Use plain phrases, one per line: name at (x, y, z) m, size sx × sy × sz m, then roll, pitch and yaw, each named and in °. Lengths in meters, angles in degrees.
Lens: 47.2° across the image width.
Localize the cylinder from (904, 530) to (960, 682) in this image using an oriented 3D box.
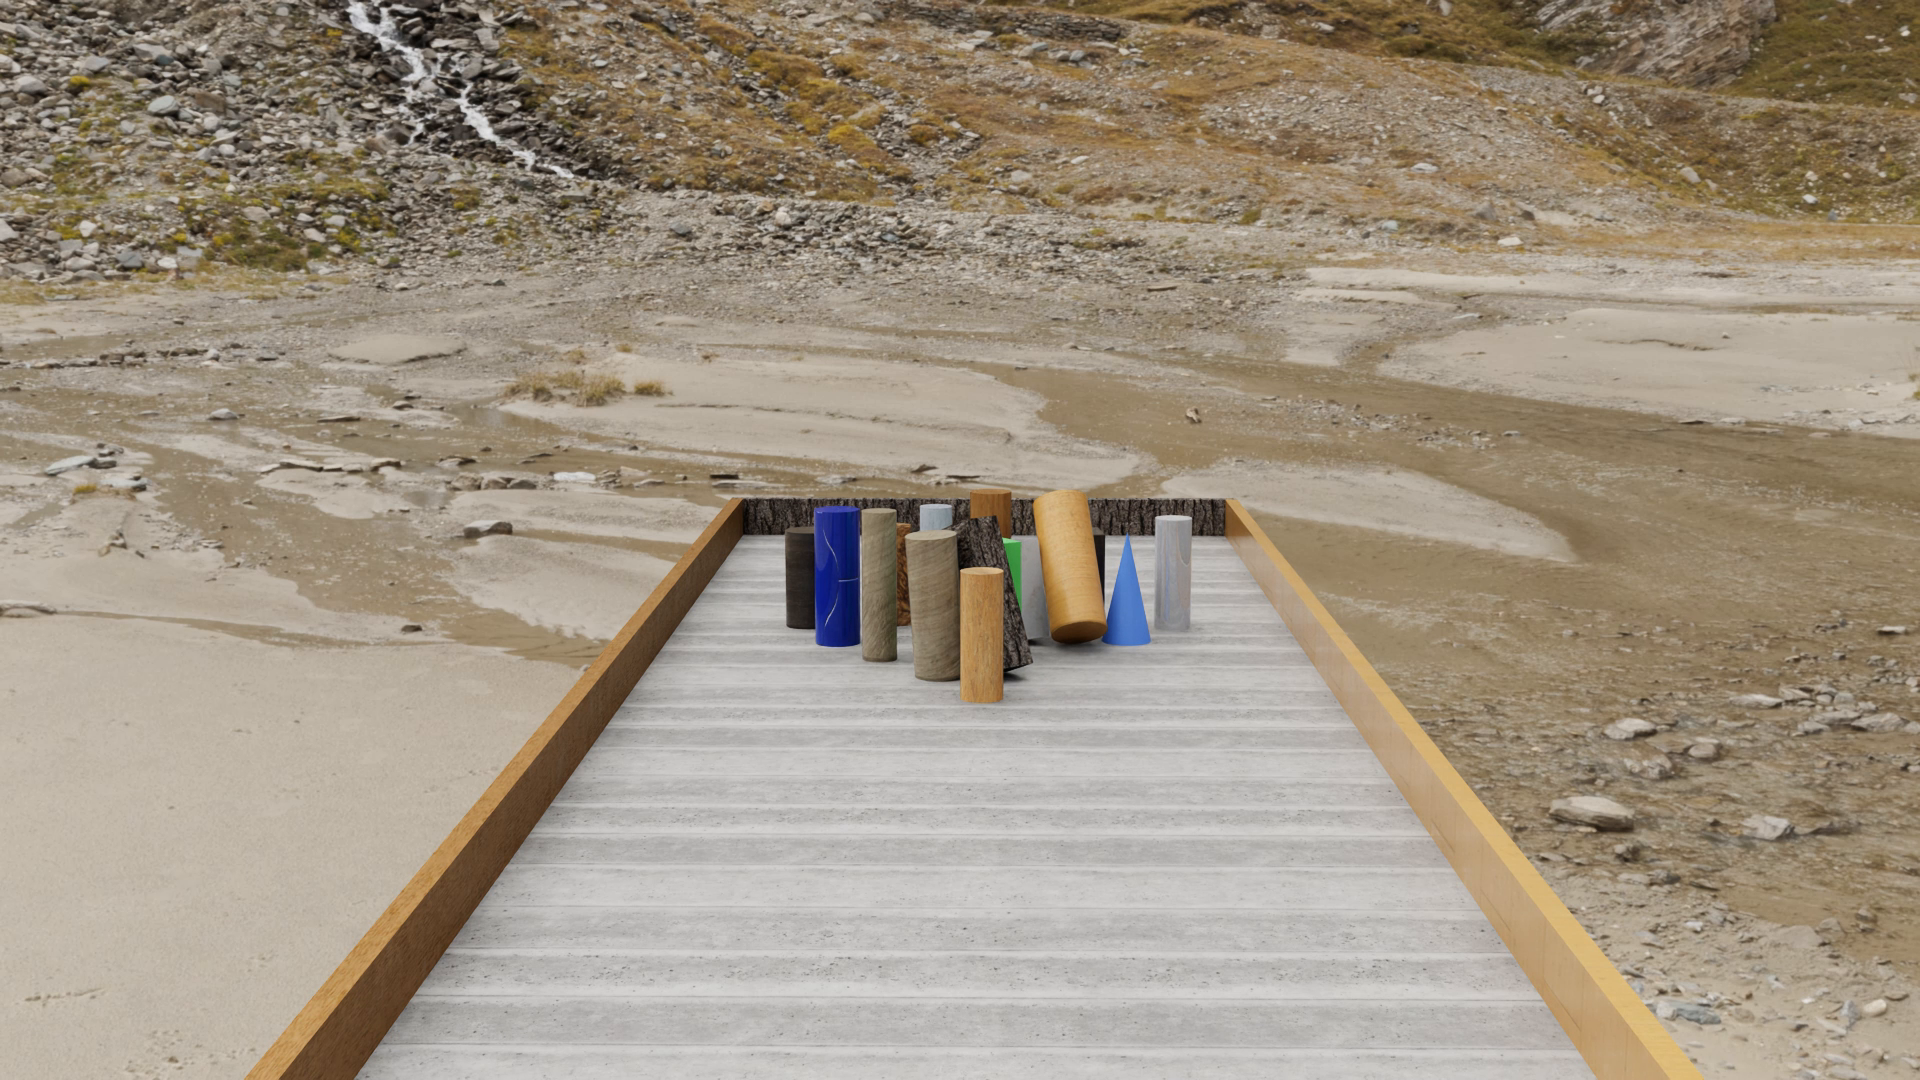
cylinder at (-0.072, 0.190, 6.436) m, size 0.151 × 0.419 × 0.151 m, roll -4°, pitch 11°, yaw 1°

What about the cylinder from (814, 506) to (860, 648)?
cylinder at (-0.386, 0.114, 6.928) m, size 0.143 × 0.426 × 0.143 m, roll 0°, pitch 9°, yaw 0°

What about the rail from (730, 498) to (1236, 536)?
rail at (0.099, -0.098, 9.147) m, size 2.100 × 0.150 × 0.050 m, roll 0°, pitch 9°, yaw 1°

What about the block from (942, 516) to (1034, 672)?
block at (0.077, 0.165, 6.475) m, size 0.124 × 0.450 × 0.124 m, roll -8°, pitch -9°, yaw -37°

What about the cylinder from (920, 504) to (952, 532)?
cylinder at (-0.076, 0.107, 6.959) m, size 0.102 × 0.431 × 0.102 m, roll 0°, pitch 9°, yaw 0°

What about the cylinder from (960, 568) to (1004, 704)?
cylinder at (0.061, 0.266, 6.169) m, size 0.122 × 0.364 × 0.122 m, roll 0°, pitch 9°, yaw 0°

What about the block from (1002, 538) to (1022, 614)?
block at (0.066, 0.180, 6.712) m, size 0.178 × 0.360 × 0.178 m, roll -5°, pitch 9°, yaw -27°

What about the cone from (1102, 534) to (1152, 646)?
cone at (0.529, 0.146, 6.961) m, size 0.157 × 0.352 × 0.157 m, roll 0°, pitch 9°, yaw 0°

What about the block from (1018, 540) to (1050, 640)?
block at (0.172, 0.160, 6.951) m, size 0.133 × 0.308 × 0.133 m, roll -7°, pitch 1°, yaw -38°

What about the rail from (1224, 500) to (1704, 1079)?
rail at (1.046, 0.843, 3.208) m, size 0.050 × 0.150 × 12.000 m, roll 0°, pitch 9°, yaw 1°

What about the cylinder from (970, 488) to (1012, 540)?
cylinder at (0.100, 0.062, 7.190) m, size 0.134 × 0.446 × 0.134 m, roll 0°, pitch 9°, yaw 0°

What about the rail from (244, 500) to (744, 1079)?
rail at (-1.004, 0.839, 3.234) m, size 0.050 × 0.150 × 12.000 m, roll 0°, pitch 9°, yaw 1°

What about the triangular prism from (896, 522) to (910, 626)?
triangular prism at (-0.247, 0.111, 7.241) m, size 0.135 × 0.335 × 0.117 m, roll -4°, pitch 10°, yaw -25°

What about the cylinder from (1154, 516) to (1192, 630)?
cylinder at (0.695, 0.106, 7.184) m, size 0.120 × 0.361 × 0.120 m, roll 0°, pitch 9°, yaw 0°

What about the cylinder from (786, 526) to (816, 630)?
cylinder at (-0.499, 0.124, 7.216) m, size 0.147 × 0.317 × 0.147 m, roll 0°, pitch 9°, yaw 0°

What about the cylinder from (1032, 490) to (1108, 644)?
cylinder at (0.347, 0.084, 6.958) m, size 0.178 × 0.455 × 0.178 m, roll -6°, pitch -24°, yaw -3°

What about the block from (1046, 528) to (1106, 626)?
block at (0.376, 0.126, 7.214) m, size 0.174 × 0.313 × 0.174 m, roll -1°, pitch 9°, yaw -4°

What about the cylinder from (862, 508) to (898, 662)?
cylinder at (-0.245, 0.137, 6.682) m, size 0.106 × 0.457 × 0.106 m, roll 0°, pitch 9°, yaw 0°
